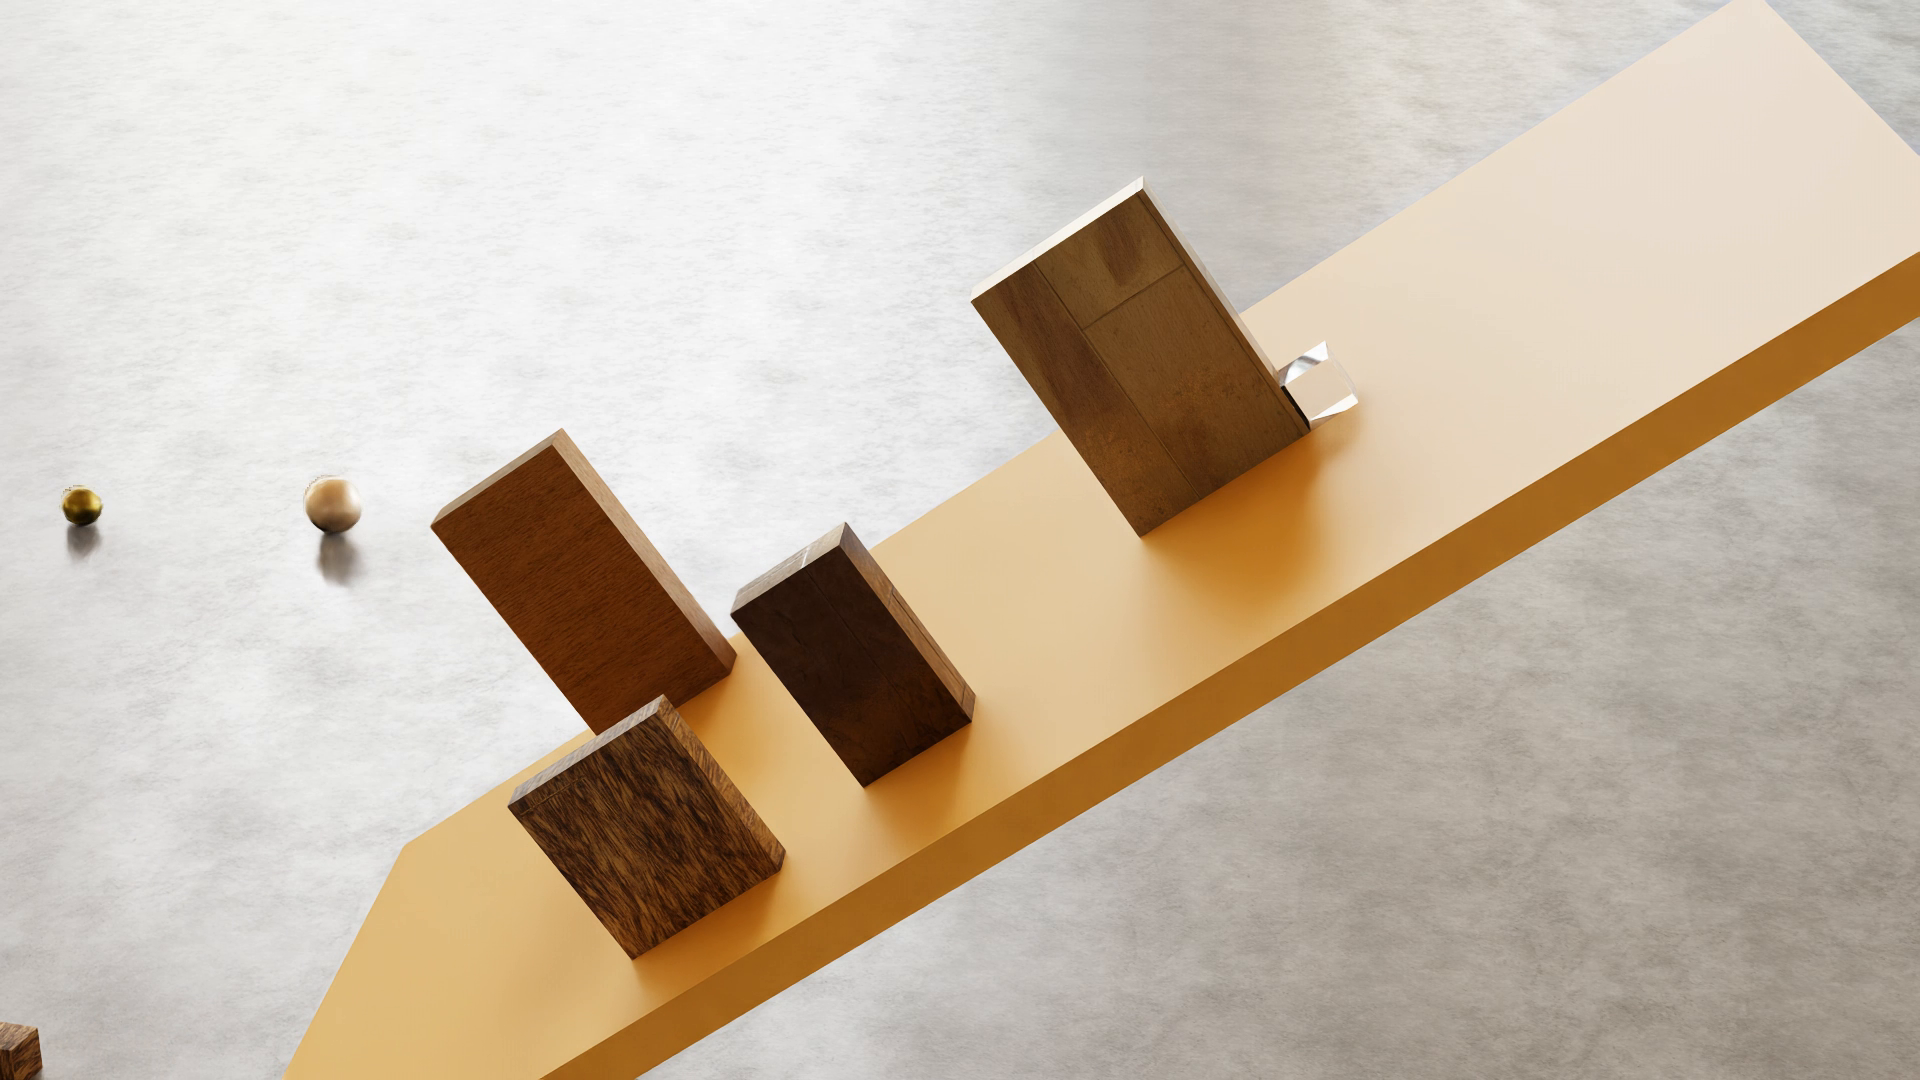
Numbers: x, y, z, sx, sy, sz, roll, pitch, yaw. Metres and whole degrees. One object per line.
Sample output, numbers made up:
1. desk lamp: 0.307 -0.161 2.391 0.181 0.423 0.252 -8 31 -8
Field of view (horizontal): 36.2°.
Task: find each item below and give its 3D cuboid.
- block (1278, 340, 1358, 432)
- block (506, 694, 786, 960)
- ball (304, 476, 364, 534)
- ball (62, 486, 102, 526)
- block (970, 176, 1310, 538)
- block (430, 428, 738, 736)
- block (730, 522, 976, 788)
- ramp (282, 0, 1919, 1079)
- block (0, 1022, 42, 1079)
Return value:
1. block: 0.735 -0.316 6.039 0.114 0.114 0.114 -32 16 15
2. block: -0.617 0.570 5.807 0.371 0.408 0.085 -32 16 15
3. ball: -2.142 -0.120 10.067 0.195 0.195 0.195 0 21 0
4. ball: -3.026 -0.116 10.139 0.135 0.135 0.135 0 21 0
5. block: 0.372 -0.370 6.034 0.420 0.617 0.101 -32 16 15
6. block: -0.915 0.125 7.189 0.379 0.715 0.125 -32 16 15
7. block: -0.210 0.229 5.846 0.266 0.451 0.129 -32 16 15
8. ramp: 0.136 0.174 6.305 4.000 0.100 2.000 -32 16 15
9. block: -2.207 1.194 6.811 0.107 0.107 0.107 6 22 15
